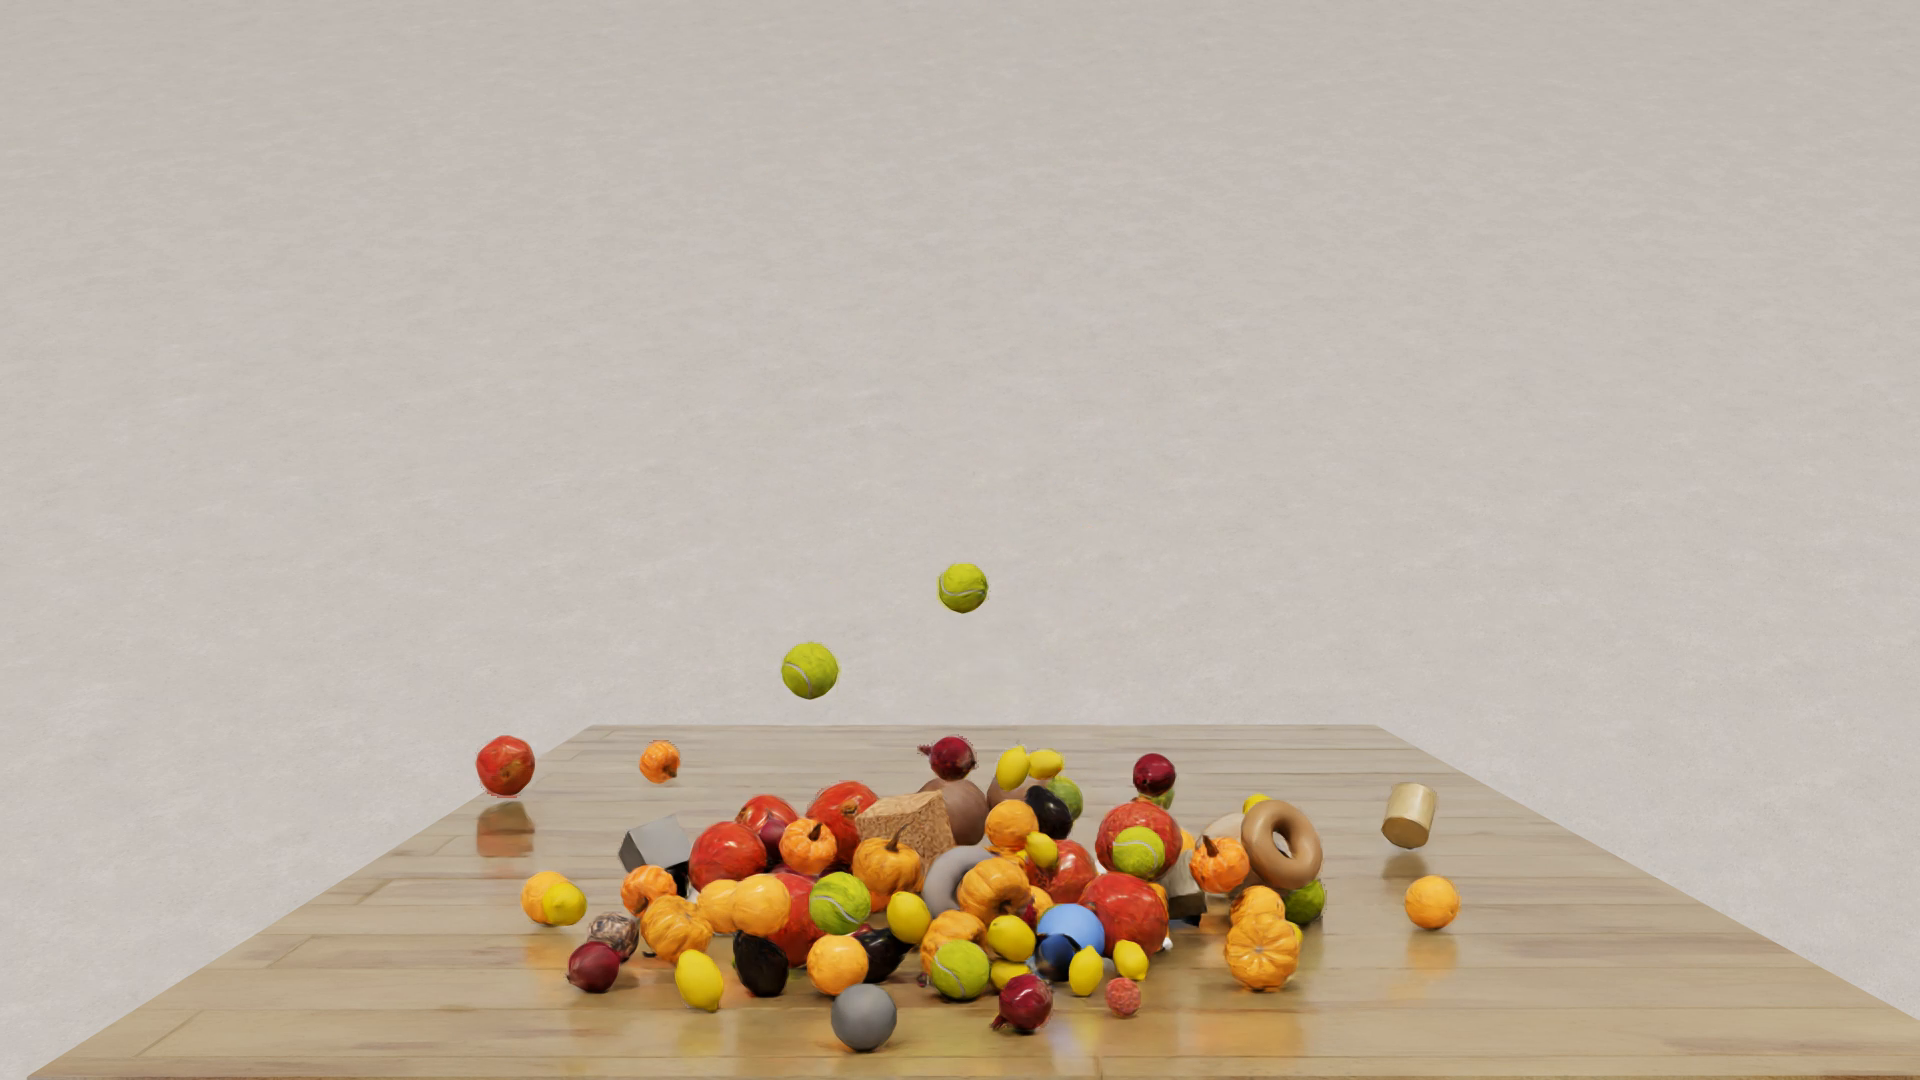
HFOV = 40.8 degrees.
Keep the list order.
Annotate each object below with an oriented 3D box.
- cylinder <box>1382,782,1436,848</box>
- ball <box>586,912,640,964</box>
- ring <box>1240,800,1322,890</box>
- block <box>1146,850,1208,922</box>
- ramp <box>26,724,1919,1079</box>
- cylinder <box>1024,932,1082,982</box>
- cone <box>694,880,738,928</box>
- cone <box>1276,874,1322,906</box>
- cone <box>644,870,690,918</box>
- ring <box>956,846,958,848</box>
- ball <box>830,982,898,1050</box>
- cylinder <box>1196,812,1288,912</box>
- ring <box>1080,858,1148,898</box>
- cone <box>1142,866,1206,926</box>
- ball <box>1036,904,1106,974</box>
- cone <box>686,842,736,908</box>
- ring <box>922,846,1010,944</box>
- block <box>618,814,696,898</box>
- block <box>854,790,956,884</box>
[{"bbox_3d":[0.738,0.453,4.241,0.076,0.076,0.076,9,46,17],"label":"cylinder"},{"bbox_3d":[-0.432,0.495,3.213,0.066,0.066,0.066,0,27,0],"label":"ball"},{"bbox_3d":[0.425,0.403,3.418,0.127,0.042,0.127,20,51,-27],"label":"ring"},{"bbox_3d":[0.292,0.466,3.482,0.065,0.065,0.065,-13,54,7],"label":"block"},{"bbox_3d":[0.062,0.555,4.592,2.000,0.100,4.000,0,1,0],"label":"ramp"},{"bbox_3d":[0.111,0.495,3.065,0.057,0.057,0.057,-7,-5,-14],"label":"cylinder"},{"bbox_3d":[-0.333,0.492,3.515,0.061,0.061,0.061,0,1,0],"label":"cone"},{"bbox_3d":[0.457,0.501,3.673,0.083,0.083,0.083,-31,39,-26],"label":"cone"},{"bbox_3d":[-0.397,0.506,3.597,0.067,0.067,0.067,-12,33,-22],"label":"cone"},{"bbox_3d":[0.010,0.481,3.740,0.030,0.089,0.089,-36,33,-2],"label":"ring"},{"bbox_3d":[-0.101,0.501,2.714,0.070,0.070,0.070,0,27,0],"label":"ball"},{"bbox_3d":[0.385,0.436,3.494,0.099,0.099,0.099,-10,26,-19],"label":"cylinder"},{"bbox_3d":[0.244,0.496,3.784,0.134,0.045,0.134,1,1,0],"label":"ring"},{"bbox_3d":[0.309,0.500,3.526,0.096,0.096,0.096,-8,30,-14],"label":"cone"},{"bbox_3d":[0.134,0.486,3.144,0.085,0.085,0.085,0,27,0],"label":"ball"},{"bbox_3d":[-0.364,0.475,3.703,0.089,0.089,0.089,0,1,0],"label":"cone"},{"bbox_3d":[0.008,0.435,3.165,0.120,0.120,0.040,-18,6,-31],"label":"ring"},{"bbox_3d":[-0.431,0.449,3.674,0.073,0.073,0.073,-17,63,-30],"label":"block"},{"bbox_3d":[-0.073,0.402,3.501,0.092,0.092,0.092,-9,10,25],"label":"block"}]
